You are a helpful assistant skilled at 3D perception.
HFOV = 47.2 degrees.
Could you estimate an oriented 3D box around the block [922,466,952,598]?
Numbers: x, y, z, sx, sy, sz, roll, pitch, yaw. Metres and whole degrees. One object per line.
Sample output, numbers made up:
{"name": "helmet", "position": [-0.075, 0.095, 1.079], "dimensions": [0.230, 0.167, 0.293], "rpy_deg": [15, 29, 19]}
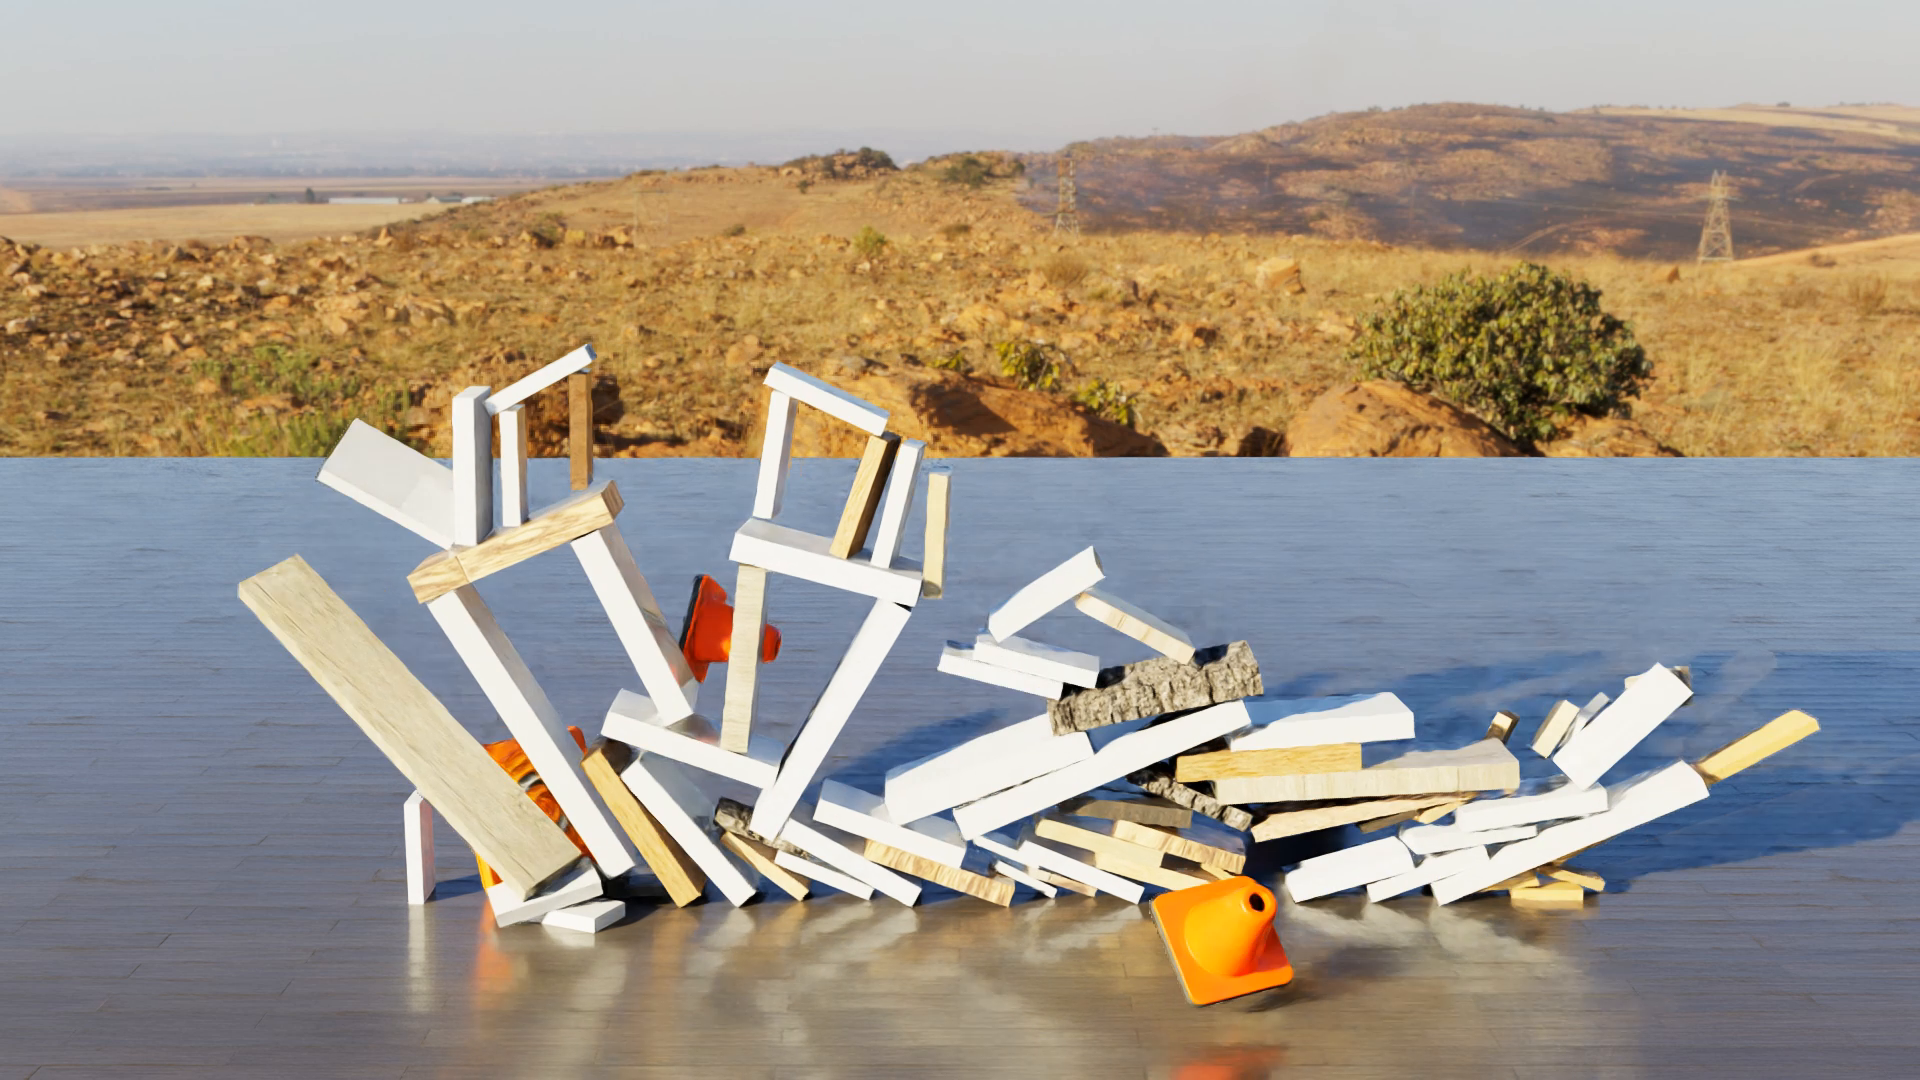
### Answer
{"name": "block", "position": [-0.037, -0.014, 3.548], "dimensions": [0.028, 0.200, 0.100], "rpy_deg": [4, 11, 3]}

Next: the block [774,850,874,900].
{"name": "block", "position": [-0.224, 0.546, 3.671], "dimensions": [0.168, 0.024, 0.084], "rpy_deg": [22, 10, -3]}

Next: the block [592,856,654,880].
{"name": "block", "position": [-0.565, 0.546, 3.664], "dimensions": [0.113, 0.016, 0.057], "rpy_deg": [-6, 9, -3]}

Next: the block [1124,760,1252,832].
{"name": "block", "position": [0.374, 0.413, 3.651], "dimensions": [0.217, 0.031, 0.108], "rpy_deg": [24, 9, -5]}

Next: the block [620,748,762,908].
{"name": "block", "position": [-0.442, 0.467, 3.652], "dimensions": [0.041, 0.290, 0.145], "rpy_deg": [-40, 8, 7]}

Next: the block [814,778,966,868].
{"name": "block", "position": [-0.114, 0.468, 3.635], "dimensions": [0.251, 0.036, 0.126], "rpy_deg": [20, 9, -4]}

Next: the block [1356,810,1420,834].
{"name": "block", "position": [0.705, 0.459, 3.638], "dimensions": [0.097, 0.014, 0.049], "rpy_deg": [-18, 8, -1]}

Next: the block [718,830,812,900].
{"name": "block", "position": [-0.323, 0.529, 3.664], "dimensions": [0.168, 0.024, 0.084], "rpy_deg": [37, 9, -6]}

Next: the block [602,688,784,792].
{"name": "block", "position": [-0.438, 0.328, 3.628], "dimensions": [0.290, 0.041, 0.145], "rpy_deg": [19, 10, -5]}

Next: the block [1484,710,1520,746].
{"name": "block", "position": [0.961, 0.356, 3.936], "dimensions": [0.028, 0.098, 0.196], "rpy_deg": [28, 6, 18]}

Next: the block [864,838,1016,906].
{"name": "block", "position": [-0.034, 0.532, 3.655], "dimensions": [0.251, 0.036, 0.126], "rpy_deg": [19, 10, -4]}

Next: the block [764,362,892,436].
{"name": "block", "position": [-0.211, -0.227, 3.521], "dimensions": [0.202, 0.029, 0.101], "rpy_deg": [24, 10, -3]}

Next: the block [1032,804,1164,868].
{"name": "block", "position": [0.228, 0.487, 3.648], "dimensions": [0.211, 0.030, 0.105], "rpy_deg": [16, 10, -4]}

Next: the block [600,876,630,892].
{"name": "block", "position": [-0.609, 0.569, 3.649], "dimensions": [0.113, 0.016, 0.057], "rpy_deg": [-6, 9, -1]}

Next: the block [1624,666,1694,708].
{"name": "block", "position": [1.189, 0.258, 3.742], "dimensions": [0.019, 0.067, 0.133], "rpy_deg": [-1, -11, -26]}

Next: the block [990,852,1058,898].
{"name": "block", "position": [0.107, 0.556, 3.667], "dimensions": [0.114, 0.016, 0.057], "rpy_deg": [27, 9, -6]}

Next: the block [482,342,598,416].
{"name": "block", "position": [-0.668, -0.256, 3.504], "dimensions": [0.183, 0.026, 0.091], "rpy_deg": [-28, 11, 1]}

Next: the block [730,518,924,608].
{"name": "block", "position": [-0.209, 0.035, 3.566], "dimensions": [0.305, 0.043, 0.153], "rpy_deg": [14, 10, 1]}

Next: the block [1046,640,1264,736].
{"name": "block", "position": [0.314, 0.241, 3.599], "dimensions": [0.343, 0.049, 0.171], "rpy_deg": [-12, 10, 3]}

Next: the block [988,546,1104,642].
{"name": "block", "position": [0.139, 0.087, 3.575], "dimensions": [0.202, 0.029, 0.101], "rpy_deg": [-32, 13, 9]}

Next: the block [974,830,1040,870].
{"name": "block", "position": [0.079, 0.510, 3.657], "dimensions": [0.114, 0.016, 0.057], "rpy_deg": [22, 10, -4]}

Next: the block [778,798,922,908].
{"name": "block", "position": [-0.181, 0.514, 3.651], "dimensions": [0.251, 0.036, 0.126], "rpy_deg": [29, 9, -6]}

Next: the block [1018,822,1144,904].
{"name": "block", "position": [0.200, 0.536, 3.661], "dimensions": [0.211, 0.030, 0.105], "rpy_deg": [22, 10, -4]}

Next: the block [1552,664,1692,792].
{"name": "block", "position": [1.090, 0.308, 3.628], "dimensions": [0.237, 0.034, 0.118], "rpy_deg": [-44, 6, 7]}

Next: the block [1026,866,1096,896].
{"name": "block", "position": [0.169, 0.561, 3.671], "dimensions": [0.114, 0.016, 0.057], "rpy_deg": [19, 10, -8]}

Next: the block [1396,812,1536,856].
{"name": "block", "position": [0.841, 0.479, 3.658], "dimensions": [0.203, 0.029, 0.102], "rpy_deg": [-8, 10, -6]}

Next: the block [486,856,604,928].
{"name": "block", "position": [-0.670, 0.567, 3.549], "dimensions": [0.171, 0.024, 0.086], "rpy_deg": [-16, 27, -16]}

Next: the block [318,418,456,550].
{"name": "block", "position": [-0.910, -0.091, 3.588], "dimensions": [0.236, 0.033, 0.118], "rpy_deg": [30, 51, -11]}

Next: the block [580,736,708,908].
{"name": "block", "position": [-0.519, 0.459, 3.647], "dimensions": [0.041, 0.290, 0.145], "rpy_deg": [-32, 9, 6]}

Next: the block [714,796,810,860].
{"name": "block", "position": [-0.326, 0.479, 3.662], "dimensions": [0.168, 0.024, 0.084], "rpy_deg": [22, 10, -7]}

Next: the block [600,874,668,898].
{"name": "block", "position": [-0.539, 0.578, 3.668], "dimensions": [0.113, 0.016, 0.057], "rpy_deg": [-4, 11, -1]}

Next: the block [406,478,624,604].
{"name": "block", "position": [-0.713, 0.000, 3.548], "dimensions": [0.334, 0.047, 0.167], "rpy_deg": [-23, 11, 2]}

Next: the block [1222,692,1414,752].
{"name": "block", "position": [0.586, 0.300, 3.641], "dimensions": [0.299, 0.042, 0.149], "rpy_deg": [-4, 9, -1]}

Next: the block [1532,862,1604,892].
{"name": "block", "position": [1.012, 0.555, 3.672], "dimensions": [0.115, 0.016, 0.058], "rpy_deg": [16, 8, 3]}
